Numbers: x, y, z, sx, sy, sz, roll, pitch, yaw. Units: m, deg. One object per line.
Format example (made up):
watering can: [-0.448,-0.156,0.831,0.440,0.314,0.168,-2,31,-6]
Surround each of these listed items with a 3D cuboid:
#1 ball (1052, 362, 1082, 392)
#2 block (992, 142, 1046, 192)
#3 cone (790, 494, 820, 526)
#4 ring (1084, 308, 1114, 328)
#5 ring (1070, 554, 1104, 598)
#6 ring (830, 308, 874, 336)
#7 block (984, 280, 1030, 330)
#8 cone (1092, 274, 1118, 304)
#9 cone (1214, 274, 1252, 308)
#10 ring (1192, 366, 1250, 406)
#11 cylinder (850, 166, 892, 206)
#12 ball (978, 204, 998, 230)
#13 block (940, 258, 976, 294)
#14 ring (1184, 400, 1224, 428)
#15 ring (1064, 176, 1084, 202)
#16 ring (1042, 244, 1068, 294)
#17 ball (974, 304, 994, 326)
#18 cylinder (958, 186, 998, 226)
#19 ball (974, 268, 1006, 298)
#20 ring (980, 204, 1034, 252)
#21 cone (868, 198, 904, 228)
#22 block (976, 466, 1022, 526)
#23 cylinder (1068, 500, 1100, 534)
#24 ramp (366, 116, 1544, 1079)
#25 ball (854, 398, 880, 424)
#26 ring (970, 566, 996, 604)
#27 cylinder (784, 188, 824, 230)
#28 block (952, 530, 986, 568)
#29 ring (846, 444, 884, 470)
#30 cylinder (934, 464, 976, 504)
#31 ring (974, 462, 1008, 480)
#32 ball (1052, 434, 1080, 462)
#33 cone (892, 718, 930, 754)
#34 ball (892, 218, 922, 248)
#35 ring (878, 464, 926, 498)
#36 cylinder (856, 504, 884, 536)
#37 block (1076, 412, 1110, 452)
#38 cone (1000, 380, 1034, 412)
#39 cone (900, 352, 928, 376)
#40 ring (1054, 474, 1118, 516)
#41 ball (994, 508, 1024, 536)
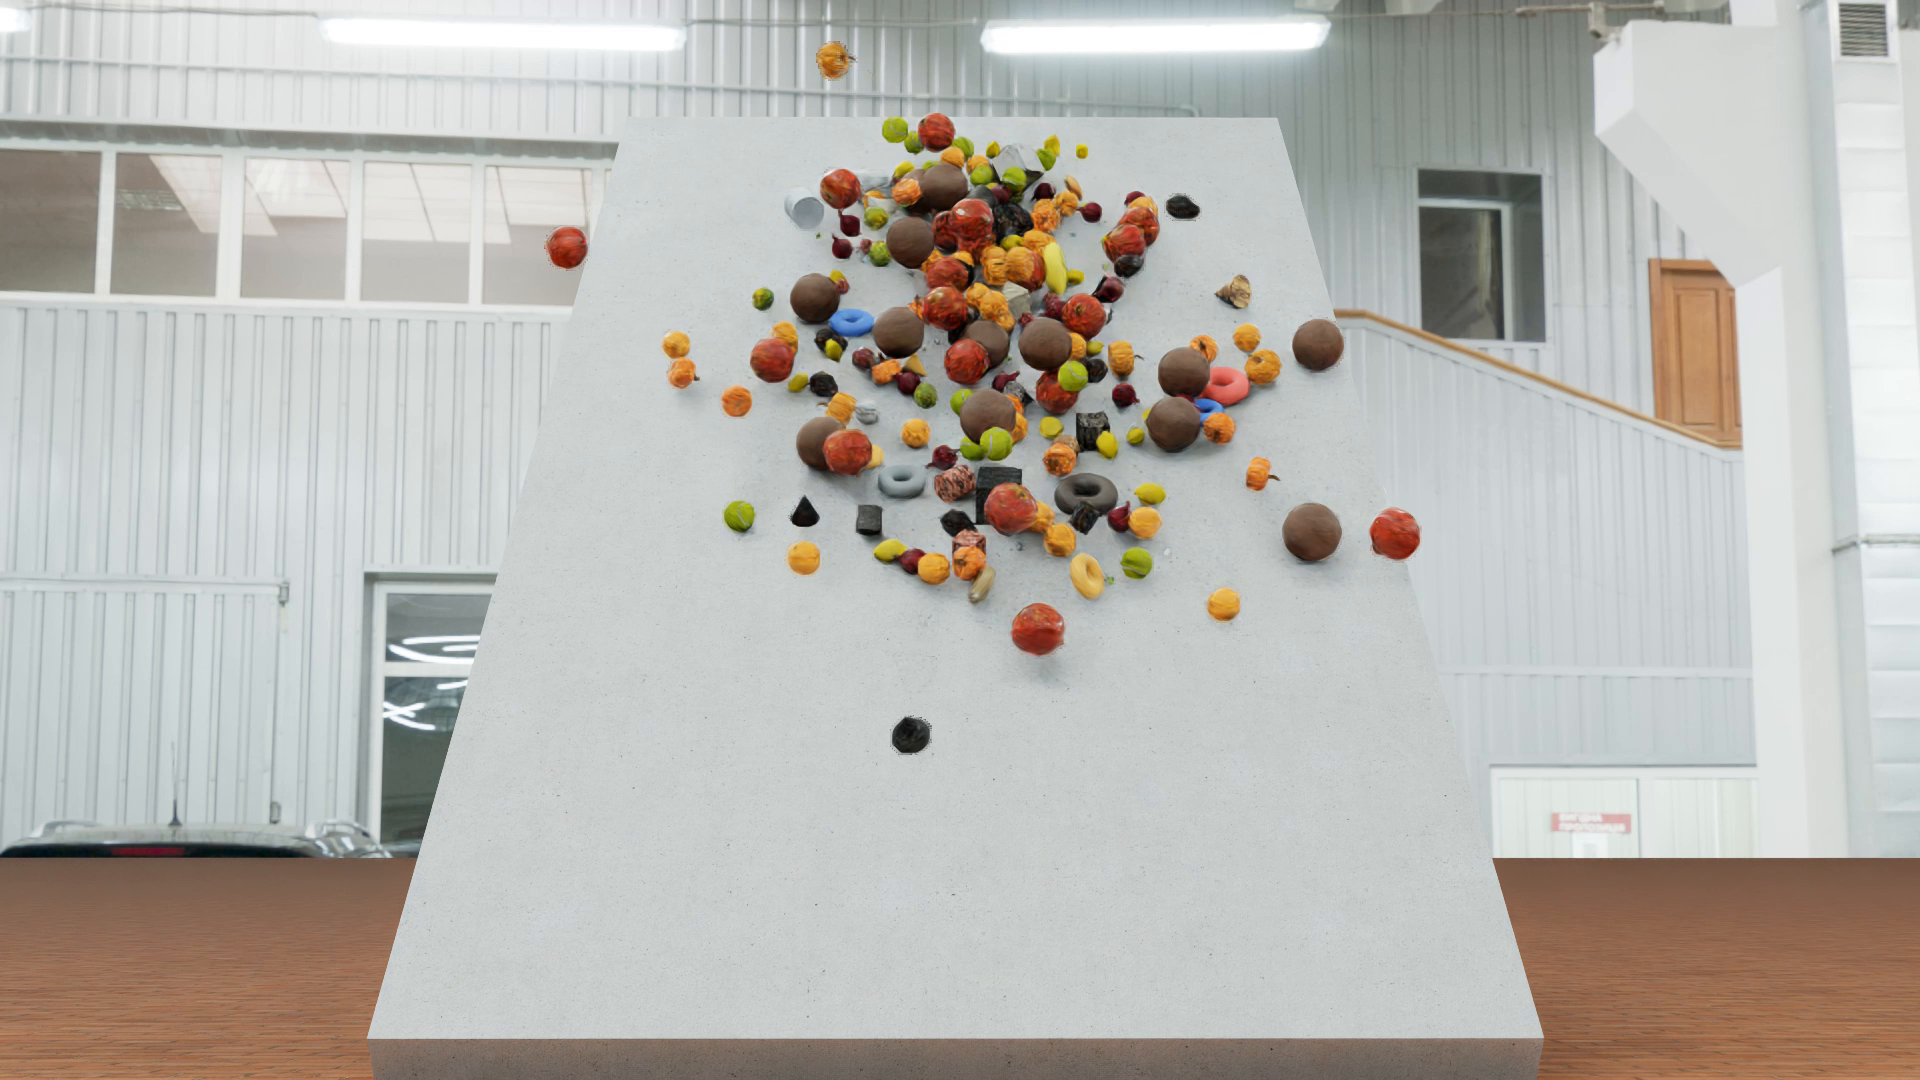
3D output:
ball: [0.264,-0.404,6.068,0.071,0.071,0.071,0,-7,0]
block: [0.165,-1.051,6.908,0.092,0.092,0.092,-36,-20,32]
cone: [-0.351,-0.076,5.552,0.067,0.067,0.067,0,32,0]
ring: [0.360,-0.577,6.365,0.083,0.028,0.083,-16,23,7]
ring: [0.273,0.077,5.266,0.034,0.101,0.101,-21,-18,33]
ring: [-0.280,-0.562,6.344,0.116,0.039,0.116,1,33,-1]
block: [0.124,-0.613,6.383,0.084,0.084,0.084,-25,40,-33]
cone: [0.384,-0.674,6.494,0.071,0.071,0.071,0,32,0]
cone: [0.707,-0.654,6.484,0.090,0.090,0.090,-1,-6,43]
ring: [0.646,-0.380,6.053,0.143,0.048,0.143,-2,34,2]
cylinder: [-0.256,-1.010,6.996,0.090,0.090,0.090,-18,-1,-19]
ball: [0.095,-0.884,6.797,0.097,0.097,0.097,0,-7,0]
block: [-0.005,-0.702,6.537,0.060,0.060,0.060,31,42,24]
ring: [0.592,-0.308,5.949,0.097,0.032,0.097,-6,35,4]
ring: [0.323,-0.997,6.954,0.027,0.081,0.081,-29,-6,-4]
ring: [0.251,-0.712,6.459,0.046,0.138,0.138,-12,-10,12]
ball: [0.062,-0.582,6.362,0.055,0.055,0.055,0,-7,0]
cylinder: [0.048,-0.900,6.604,0.077,0.077,0.077,26,-33,18]
ball: [0.081,-0.676,6.479,0.088,0.088,0.088,0,-7,0]
ring: [0.129,-0.852,6.702,0.147,0.147,0.049,1,36,-7]
cone: [-0.190,-0.902,6.635,0.089,0.089,0.089,-24,-2,-13]
block: [0.087,-0.100,5.564,0.097,0.097,0.097,3,33,5]
cylinder: [0.275,-0.050,5.428,0.053,0.053,0.053,32,15,-9]
ramp: [-0.015,-0.185,5.881,2.000,0.100,4.000,0,32,0]
ball: [-0.224,-0.311,5.926,0.062,0.062,0.062,0,-7,0]
ring: [0.048,0.096,5.236,0.030,0.090,0.090,27,-11,-6]
cylinder: [-0.431,-0.915,6.768,0.093,0.093,0.093,3,23,-22]
block: [0.019,0.018,5.418,0.054,0.054,0.054,18,36,25]
ring: [-0.223,-0.198,5.779,0.092,0.031,0.092,1,33,0]
cylinder: [-0.011,-0.130,5.635,0.070,0.070,0.070,-27,10,-35]
ring: [0.082,-0.140,5.677,0.109,0.036,0.109,9,35,-6]
ball: [0.248,-0.216,5.777,0.067,0.067,0.067,0,-7,0]
cone: [-0.102,0.363,4.772,0.078,0.078,0.078,-1,-32,10]
ball: [-0.143,-0.833,6.656,0.077,0.077,0.077,0,-7,0]
ring: [-0.134,-0.136,5.675,0.116,0.039,0.116,-1,33,1]
cylinder: [-0.202,-0.045,5.491,0.057,0.057,0.057,4,-13,1]
block: [0.317,-0.258,5.842,0.068,0.068,0.068,-4,33,-7]
cone: [0.155,-0.346,6.010,0.079,0.079,0.079,8,-11,-43]
cone: [-0.105,-0.426,6.141,0.063,0.063,0.063,36,-5,5]
ring: [0.289,-0.101,5.612,0.148,0.049,0.148,-1,36,1]
ball: [0.109,-0.041,5.502,0.065,0.065,0.065,0,-7,0]
